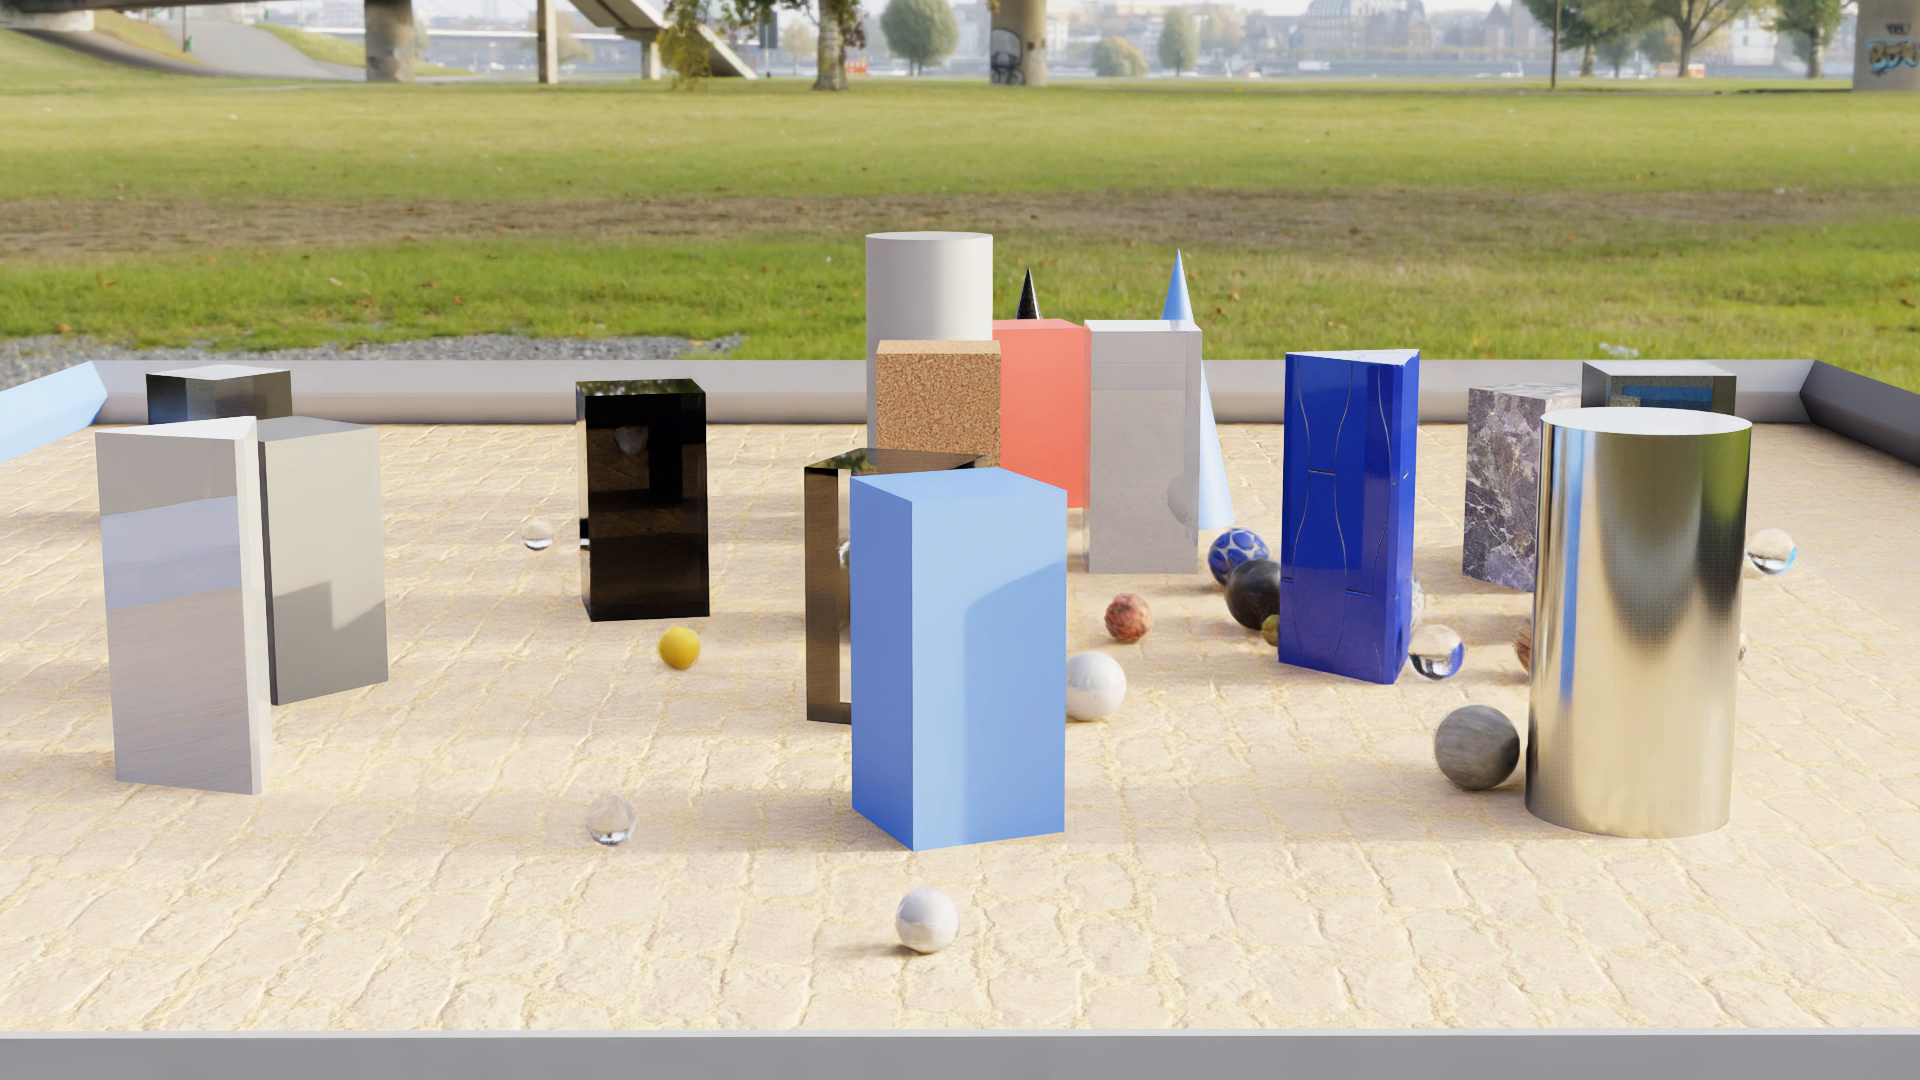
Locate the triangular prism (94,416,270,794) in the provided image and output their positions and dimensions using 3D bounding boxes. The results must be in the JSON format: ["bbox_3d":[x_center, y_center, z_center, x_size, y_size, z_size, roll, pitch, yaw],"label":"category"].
[{"bbox_3d":[-0.767,0.061,2.657,0.171,0.363,0.148,4,11,19],"label":"triangular prism"}]

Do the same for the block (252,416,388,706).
[{"bbox_3d":[-0.795,0.020,3.034,0.158,0.307,0.158,9,14,39],"label":"block"}]

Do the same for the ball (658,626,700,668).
[{"bbox_3d":[-0.342,0.131,3.132,0.052,0.052,0.052,0,10,0],"label":"ball"}]

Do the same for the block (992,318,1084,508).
[{"bbox_3d":[0.111,-0.213,4.308,0.158,0.300,0.158,-2,11,-12],"label":"block"}]

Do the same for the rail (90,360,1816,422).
[{"bbox_3d":[-0.011,-0.301,5.254,3.543,0.128,0.045,0,10,0],"label":"rail"}]

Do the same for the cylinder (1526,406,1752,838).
[{"bbox_3d":[0.660,0.076,2.507,0.197,0.389,0.197,0,10,0],"label":"cylinder"}]

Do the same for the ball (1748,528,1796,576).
[{"bbox_3d":[1.173,0.017,3.706,0.068,0.068,0.068,0,10,0],"label":"ball"}]

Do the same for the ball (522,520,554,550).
[{"bbox_3d":[-0.641,-0.007,3.893,0.048,0.048,0.048,0,10,0],"label":"ball"}]

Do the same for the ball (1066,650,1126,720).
[{"bbox_3d":[0.148,0.164,2.885,0.078,0.078,0.078,0,10,0],"label":"ball"}]

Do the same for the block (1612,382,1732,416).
[{"bbox_3d":[1.054,-0.100,3.827,0.158,0.253,0.158,2,11,11],"label":"block"}]

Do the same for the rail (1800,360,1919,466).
[{"bbox_3d":[1.748,0.031,3.459,0.045,0.128,3.719,0,10,0],"label":"rail"}]

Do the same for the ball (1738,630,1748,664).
[{"bbox_3d":[0.930,0.129,3.126,0.059,0.059,0.059,0,10,0],"label":"ball"}]

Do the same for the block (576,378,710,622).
[{"bbox_3d":[-0.429,-0.057,3.462,0.158,0.302,0.158,-2,11,-13],"label":"block"}]

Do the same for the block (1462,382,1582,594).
[{"bbox_3d":[0.834,-0.078,3.656,0.158,0.273,0.158,-6,12,-29],"label":"block"}]

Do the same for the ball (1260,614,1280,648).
[{"bbox_3d":[0.396,0.113,3.195,0.041,0.041,0.041,0,10,0],"label":"ball"}]

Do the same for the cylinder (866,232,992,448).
[{"bbox_3d":[-0.048,-0.243,4.019,0.197,0.465,0.197,0,10,0],"label":"cylinder"}]

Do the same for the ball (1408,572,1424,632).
[{"bbox_3d":[0.546,0.078,3.294,0.099,0.099,0.099,0,10,0],"label":"ball"}]

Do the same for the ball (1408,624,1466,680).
[{"bbox_3d":[0.570,0.135,3.071,0.068,0.068,0.068,0,10,0],"label":"ball"}]

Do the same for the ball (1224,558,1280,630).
[{"bbox_3d":[0.392,0.070,3.344,0.095,0.095,0.095,0,10,0],"label":"ball"}]

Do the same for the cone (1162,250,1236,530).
[{"bbox_3d":[0.347,-0.249,4.119,0.197,0.441,0.197,0,10,0],"label":"cone"}]

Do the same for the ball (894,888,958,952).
[{"bbox_3d":[-0.028,0.316,2.132,0.053,0.053,0.053,0,10,0],"label":"ball"}]

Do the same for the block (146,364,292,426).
[{"bbox_3d":[-1.186,-0.149,4.124,0.158,0.243,0.158,7,12,32],"label":"block"}]

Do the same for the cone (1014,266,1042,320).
[{"bbox_3d":[0.126,-0.325,4.736,0.197,0.365,0.197,0,10,0],"label":"cone"}]

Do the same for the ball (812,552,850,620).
[{"bbox_3d":[-0.151,0.062,3.400,0.091,0.091,0.091,0,10,0],"label":"ball"}]

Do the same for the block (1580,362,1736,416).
[{"bbox_3d":[0.900,-0.054,3.341,0.158,0.341,0.158,0,10,1],"label":"block"}]

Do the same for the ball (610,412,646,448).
[{"bbox_3d":[-0.639,-0.213,4.936,0.071,0.071,0.071,0,10,0],"label":"ball"}]

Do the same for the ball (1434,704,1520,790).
[{"bbox_3d":[0.526,0.211,2.609,0.087,0.087,0.087,0,10,0],"label":"ball"}]

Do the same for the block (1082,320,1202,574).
[{"bbox_3d":[0.265,-0.139,3.767,0.158,0.353,0.158,0,10,-1],"label":"block"}]

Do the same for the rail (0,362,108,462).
[{"bbox_3d":[-1.748,0.035,3.439,0.045,0.128,3.719,0,10,0],"label":"rail"}]

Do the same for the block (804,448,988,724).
[{"bbox_3d":[-0.071,0.053,2.905,0.158,0.289,0.158,4,11,21],"label":"block"}]

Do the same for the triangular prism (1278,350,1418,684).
[{"bbox_3d":[0.506,-0.036,3.129,0.148,0.383,0.171,-10,14,-42],"label":"triangular prism"}]

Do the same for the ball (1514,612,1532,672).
[{"bbox_3d":[0.709,0.124,3.069,0.089,0.089,0.089,0,10,0],"label":"ball"}]

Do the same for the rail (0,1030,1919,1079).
[{"bbox_3d":[0.011,0.367,1.644,3.543,0.128,0.045,0,10,0],"label":"rail"}]

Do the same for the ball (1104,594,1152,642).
[{"bbox_3d":[0.215,0.100,3.279,0.060,0.060,0.060,0,10,0],"label":"ball"}]

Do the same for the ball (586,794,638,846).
[{"bbox_3d":[-0.329,0.265,2.421,0.048,0.048,0.048,0,10,0],"label":"ball"}]

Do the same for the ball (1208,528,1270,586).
[{"bbox_3d":[0.392,0.027,3.602,0.087,0.087,0.087,0,10,0],"label":"ball"}]

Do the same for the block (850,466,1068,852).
[{"bbox_3d":[-0.003,0.110,2.477,0.158,0.333,0.158,-5,11,-23],"label":"block"}]

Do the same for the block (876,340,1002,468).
[{"bbox_3d":[-0.027,-0.070,3.358,0.158,0.366,0.158,0,10,0],"label":"block"}]
